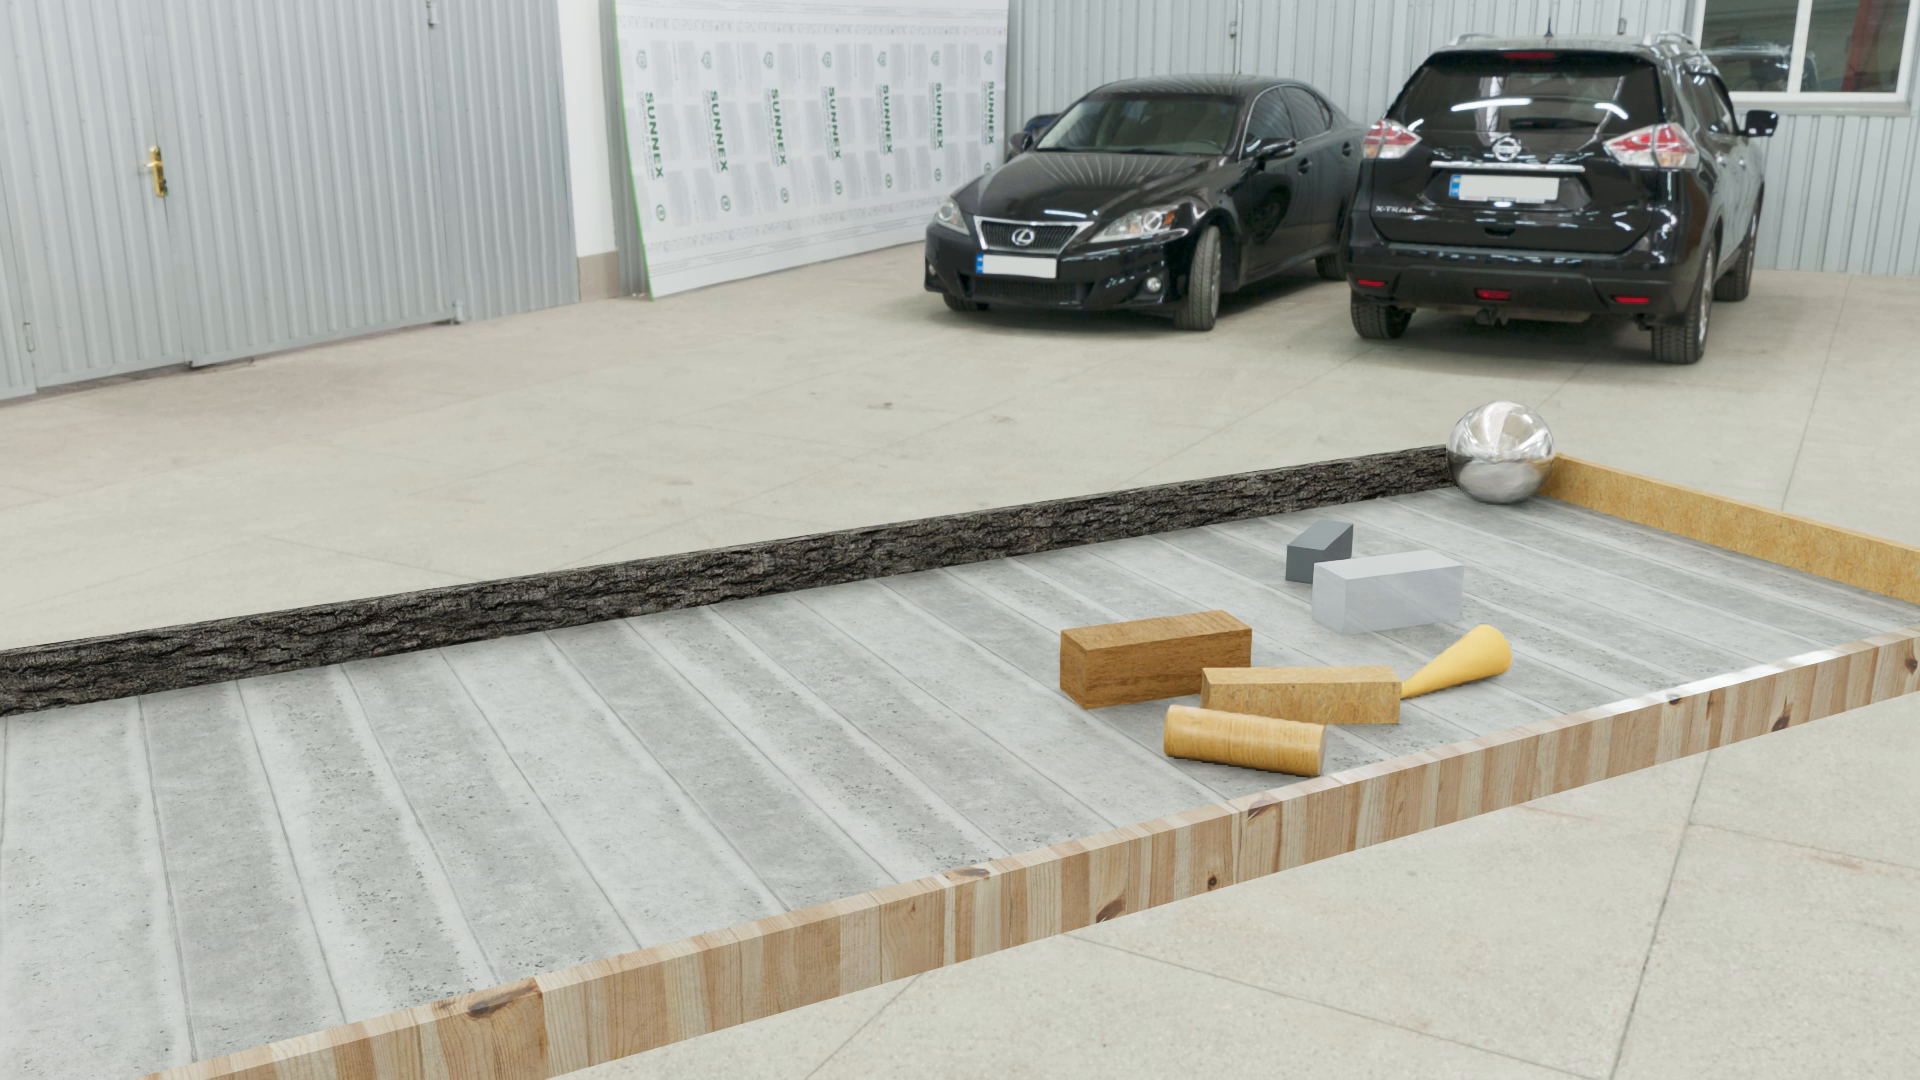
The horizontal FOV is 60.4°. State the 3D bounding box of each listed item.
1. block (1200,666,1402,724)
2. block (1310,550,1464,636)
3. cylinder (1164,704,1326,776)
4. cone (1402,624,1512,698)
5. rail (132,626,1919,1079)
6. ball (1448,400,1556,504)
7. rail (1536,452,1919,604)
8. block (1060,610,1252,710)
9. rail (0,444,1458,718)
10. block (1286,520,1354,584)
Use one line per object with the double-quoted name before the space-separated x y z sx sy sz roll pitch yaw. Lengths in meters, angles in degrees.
"block" 0.806 0.369 3.911 0.451 0.105 0.105 -1 16 -2
"block" 1.188 0.143 4.586 0.380 0.159 0.159 -6 17 -20
"cylinder" 0.629 0.442 3.648 0.340 0.114 0.114 6 17 20
"cone" 1.170 0.340 4.084 0.420 0.132 0.132 -20 24 -28
"rail" -2.336 1.006 1.665 12.000 0.150 0.050 -9 18 -27
"ball" 1.889 -0.307 5.759 0.360 0.360 0.360 0 16 0
"rail" 2.466 -0.048 5.253 0.050 0.150 2.100 -9 18 -27
"block" 0.485 0.293 4.086 0.448 0.153 0.153 -6 17 -19
"rail" -3.305 0.497 3.399 12.000 0.150 0.050 -9 18 -27
"block" 1.101 0.034 5.043 0.109 0.109 0.330 9 18 27
